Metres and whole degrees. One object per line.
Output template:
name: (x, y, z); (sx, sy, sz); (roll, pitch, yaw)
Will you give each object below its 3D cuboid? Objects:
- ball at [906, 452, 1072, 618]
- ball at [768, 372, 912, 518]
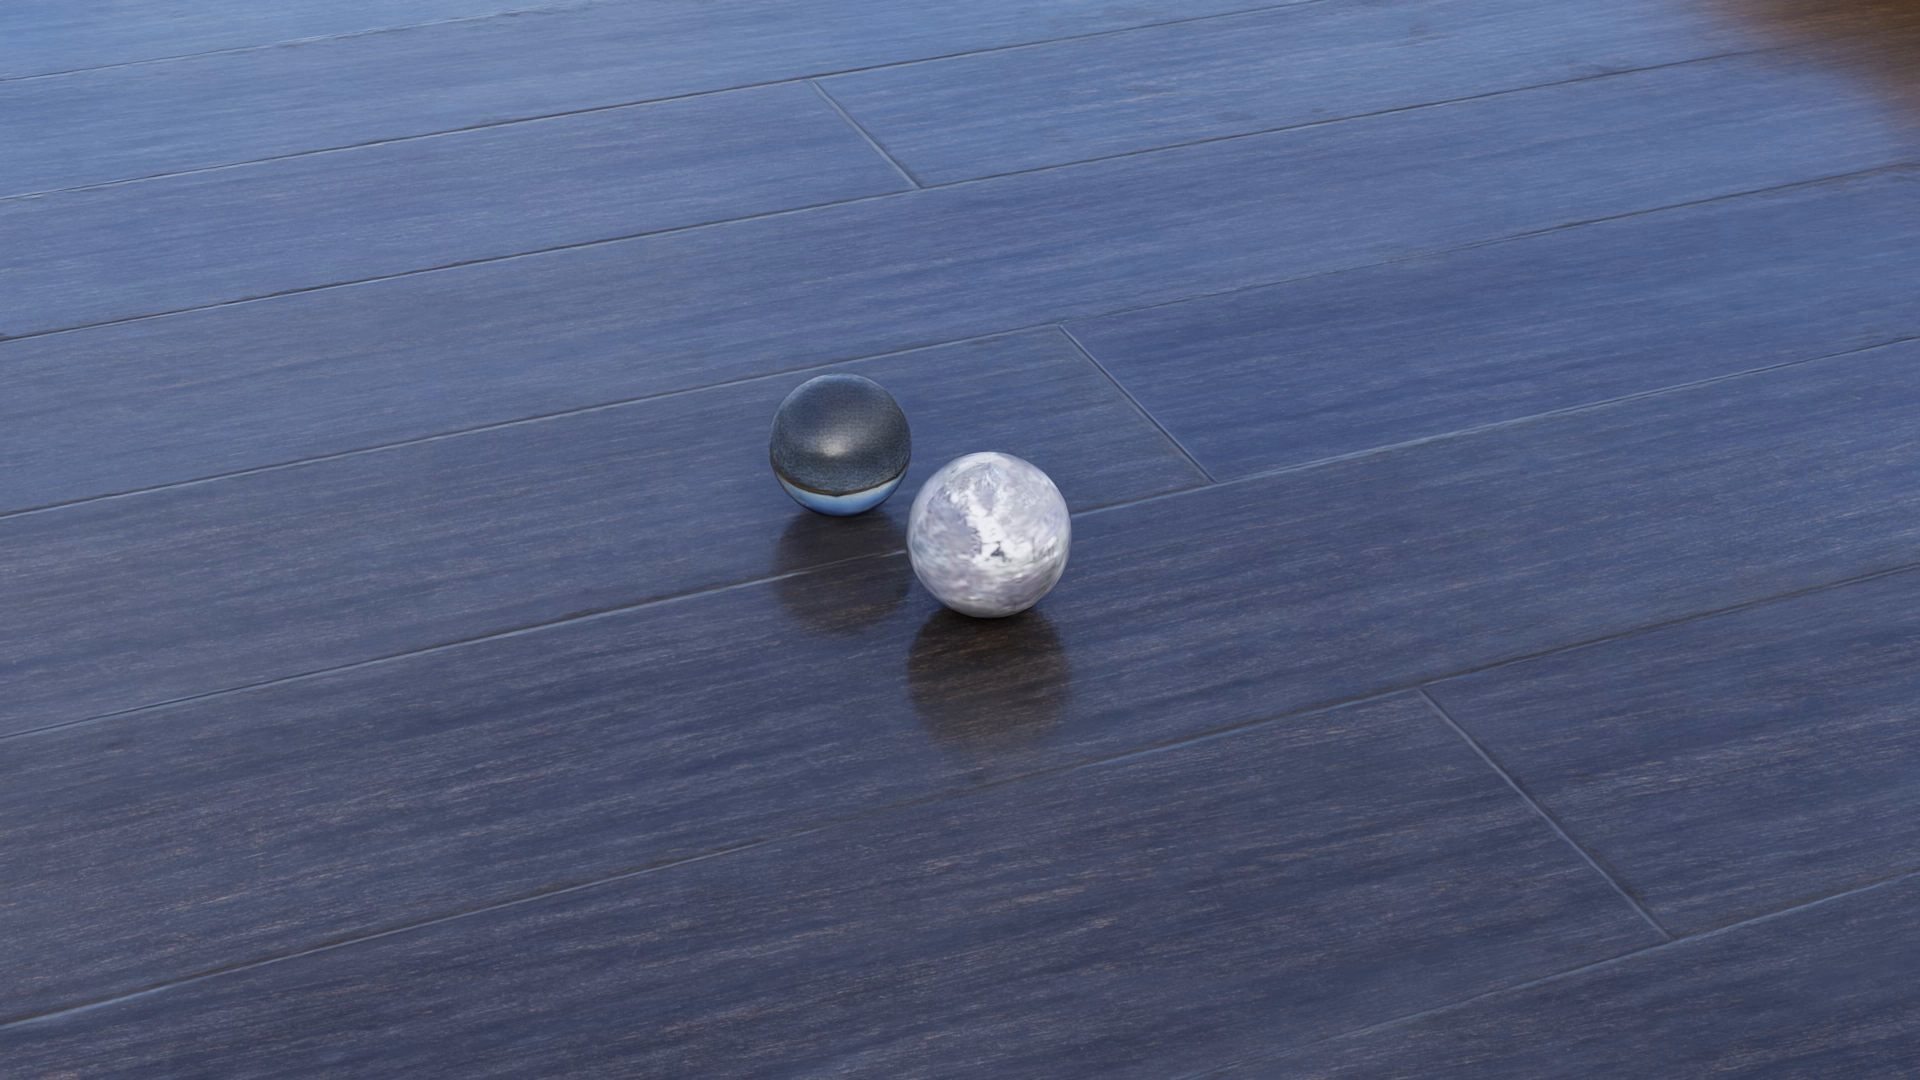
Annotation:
ball: (0.017, -0.003, 1.702); (0.097, 0.097, 0.097); (0, 30, 0)
ball: (-0.073, -0.058, 1.805); (0.088, 0.088, 0.088); (0, 30, 0)
